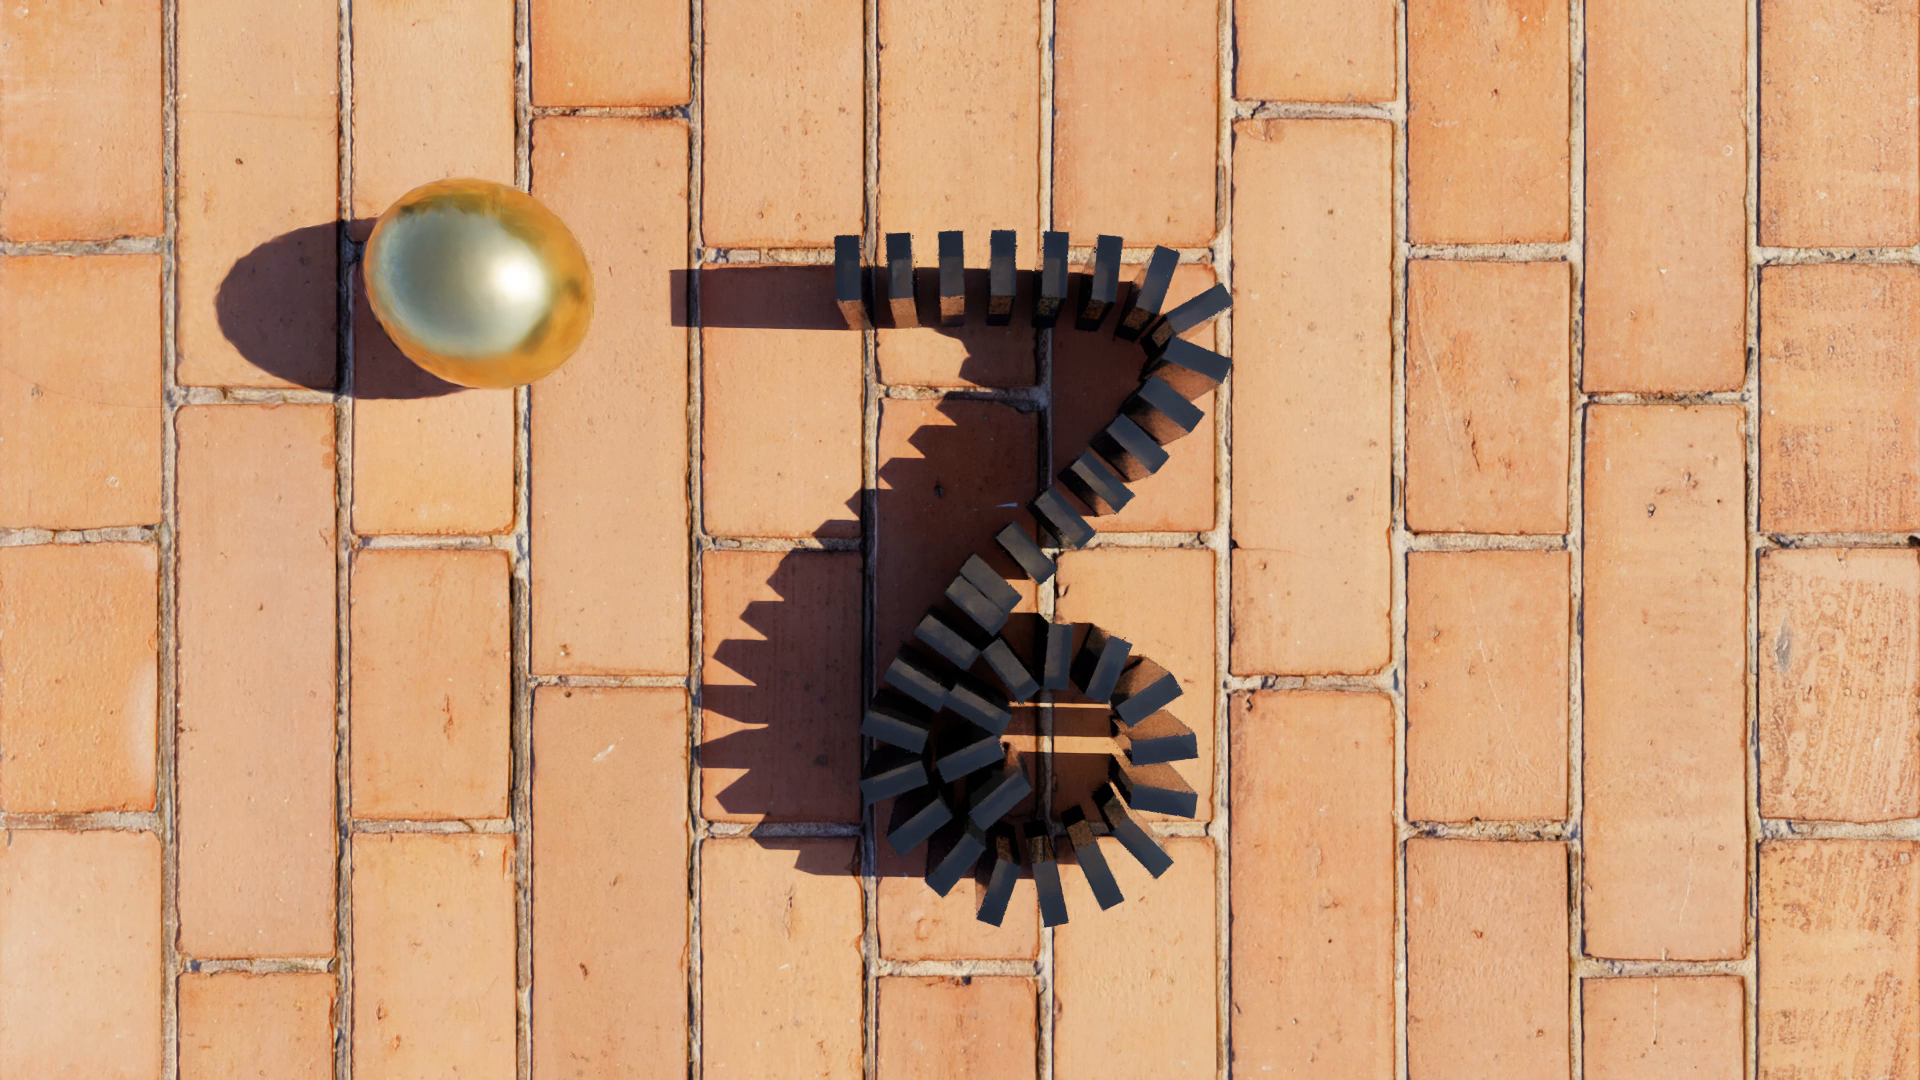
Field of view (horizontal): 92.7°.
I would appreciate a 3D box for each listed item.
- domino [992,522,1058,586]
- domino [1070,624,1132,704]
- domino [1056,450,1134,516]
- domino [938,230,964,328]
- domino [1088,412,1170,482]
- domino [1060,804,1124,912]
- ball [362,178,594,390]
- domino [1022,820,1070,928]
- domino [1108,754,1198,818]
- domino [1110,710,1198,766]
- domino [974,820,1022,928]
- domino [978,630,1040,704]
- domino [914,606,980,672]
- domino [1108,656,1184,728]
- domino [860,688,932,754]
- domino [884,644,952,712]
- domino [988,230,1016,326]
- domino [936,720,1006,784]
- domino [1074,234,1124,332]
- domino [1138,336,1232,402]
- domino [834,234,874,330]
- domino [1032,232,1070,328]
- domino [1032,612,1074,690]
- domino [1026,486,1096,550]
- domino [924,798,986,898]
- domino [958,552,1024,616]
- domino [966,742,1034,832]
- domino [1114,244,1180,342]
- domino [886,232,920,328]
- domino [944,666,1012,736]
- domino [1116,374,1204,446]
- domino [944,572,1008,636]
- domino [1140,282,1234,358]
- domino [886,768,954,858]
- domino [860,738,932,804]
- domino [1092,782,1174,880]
[{"bbox_3d":[0.026,0.005,0.375,0.009,0.050,0.025,-43,90,0],"label":"domino"},{"bbox_3d":[0.057,0.049,0.375,0.009,0.050,0.025,23,90,0],"label":"domino"},{"bbox_3d":[0.055,-0.022,0.375,0.025,0.050,0.009,44,90,0],"label":"domino"},{"bbox_3d":[-0.003,-0.106,0.375,0.010,0.050,0.025,-2,90,0],"label":"domino"},{"bbox_3d":[0.068,-0.037,0.375,0.025,0.050,0.010,42,90,0],"label":"domino"},{"bbox_3d":[0.053,0.129,0.375,0.010,0.050,0.025,-26,90,0],"label":"domino"},{"bbox_3d":[-0.187,-0.100,0.360,0.080,0.080,0.080,0,90,0],"label":"ball"},{"bbox_3d":[0.035,0.135,0.375,0.009,0.050,0.025,-12,90,0],"label":"domino"},{"bbox_3d":[0.078,0.100,0.375,0.025,0.050,0.010,9,90,0],"label":"domino"},{"bbox_3d":[0.078,0.080,0.375,0.025,0.050,0.010,-7,90,0],"label":"domino"},{"bbox_3d":[0.015,0.135,0.375,0.010,0.050,0.025,19,90,0],"label":"domino"},{"bbox_3d":[0.019,0.050,0.375,0.009,0.050,0.025,-39,90,0],"label":"domino"},{"bbox_3d":[-0.005,0.039,0.375,0.025,0.050,0.009,36,90,0],"label":"domino"},{"bbox_3d":[0.073,0.061,0.375,0.025,0.050,0.009,-32,90,0],"label":"domino"},{"bbox_3d":[-0.025,0.073,0.375,0.025,0.050,0.010,20,90,0],"label":"domino"},{"bbox_3d":[-0.016,0.055,0.375,0.025,0.050,0.010,32,90,0],"label":"domino"},{"bbox_3d":[0.017,-0.106,0.375,0.009,0.050,0.025,0,90,0],"label":"domino"},{"bbox_3d":[0.004,0.084,0.375,0.025,0.050,0.010,-24,90,0],"label":"domino"},{"bbox_3d":[0.056,-0.104,0.375,0.010,0.050,0.025,7,90,0],"label":"domino"},{"bbox_3d":[0.091,-0.069,0.375,0.025,0.050,0.009,22,90,0],"label":"domino"},{"bbox_3d":[-0.043,-0.104,0.375,0.009,0.050,0.025,-2,90,0],"label":"domino"},{"bbox_3d":[0.036,-0.105,0.375,0.009,0.050,0.025,2,90,0],"label":"domino"},{"bbox_3d":[0.038,0.045,0.375,0.010,0.050,0.025,5,90,0],"label":"domino"},{"bbox_3d":[0.040,-0.008,0.375,0.009,0.050,0.025,-43,90,0],"label":"domino"},{"bbox_3d":[-0.002,0.124,0.375,0.010,0.050,0.025,40,90,0],"label":"domino"},{"bbox_3d":[0.012,0.017,0.375,0.025,0.050,0.009,42,90,0],"label":"domino"},{"bbox_3d":[0.015,0.100,0.375,0.025,0.050,0.009,-40,90,0],"label":"domino"},{"bbox_3d":[0.076,-0.100,0.375,0.009,0.050,0.025,20,90,0],"label":"domino"},{"bbox_3d":[-0.023,-0.105,0.375,0.010,0.050,0.025,-2,90,0],"label":"domino"},{"bbox_3d":[0.007,0.065,0.375,0.025,0.050,0.009,30,90,0],"label":"domino"},{"bbox_3d":[0.081,-0.052,0.375,0.025,0.050,0.010,37,90,0],"label":"domino"},{"bbox_3d":[0.006,0.025,0.375,0.025,0.050,0.010,41,90,0],"label":"domino"},{"bbox_3d":[0.092,-0.088,0.375,0.025,0.050,0.010,-29,90,0],"label":"domino"},{"bbox_3d":[-0.016,0.110,0.375,0.025,0.050,0.010,-37,90,0],"label":"domino"},{"bbox_3d":[-0.025,0.093,0.375,0.025,0.050,0.010,-19,90,0],"label":"domino"},{"bbox_3d":[0.070,0.118,0.375,0.010,0.050,0.025,-45,90,0],"label":"domino"}]
